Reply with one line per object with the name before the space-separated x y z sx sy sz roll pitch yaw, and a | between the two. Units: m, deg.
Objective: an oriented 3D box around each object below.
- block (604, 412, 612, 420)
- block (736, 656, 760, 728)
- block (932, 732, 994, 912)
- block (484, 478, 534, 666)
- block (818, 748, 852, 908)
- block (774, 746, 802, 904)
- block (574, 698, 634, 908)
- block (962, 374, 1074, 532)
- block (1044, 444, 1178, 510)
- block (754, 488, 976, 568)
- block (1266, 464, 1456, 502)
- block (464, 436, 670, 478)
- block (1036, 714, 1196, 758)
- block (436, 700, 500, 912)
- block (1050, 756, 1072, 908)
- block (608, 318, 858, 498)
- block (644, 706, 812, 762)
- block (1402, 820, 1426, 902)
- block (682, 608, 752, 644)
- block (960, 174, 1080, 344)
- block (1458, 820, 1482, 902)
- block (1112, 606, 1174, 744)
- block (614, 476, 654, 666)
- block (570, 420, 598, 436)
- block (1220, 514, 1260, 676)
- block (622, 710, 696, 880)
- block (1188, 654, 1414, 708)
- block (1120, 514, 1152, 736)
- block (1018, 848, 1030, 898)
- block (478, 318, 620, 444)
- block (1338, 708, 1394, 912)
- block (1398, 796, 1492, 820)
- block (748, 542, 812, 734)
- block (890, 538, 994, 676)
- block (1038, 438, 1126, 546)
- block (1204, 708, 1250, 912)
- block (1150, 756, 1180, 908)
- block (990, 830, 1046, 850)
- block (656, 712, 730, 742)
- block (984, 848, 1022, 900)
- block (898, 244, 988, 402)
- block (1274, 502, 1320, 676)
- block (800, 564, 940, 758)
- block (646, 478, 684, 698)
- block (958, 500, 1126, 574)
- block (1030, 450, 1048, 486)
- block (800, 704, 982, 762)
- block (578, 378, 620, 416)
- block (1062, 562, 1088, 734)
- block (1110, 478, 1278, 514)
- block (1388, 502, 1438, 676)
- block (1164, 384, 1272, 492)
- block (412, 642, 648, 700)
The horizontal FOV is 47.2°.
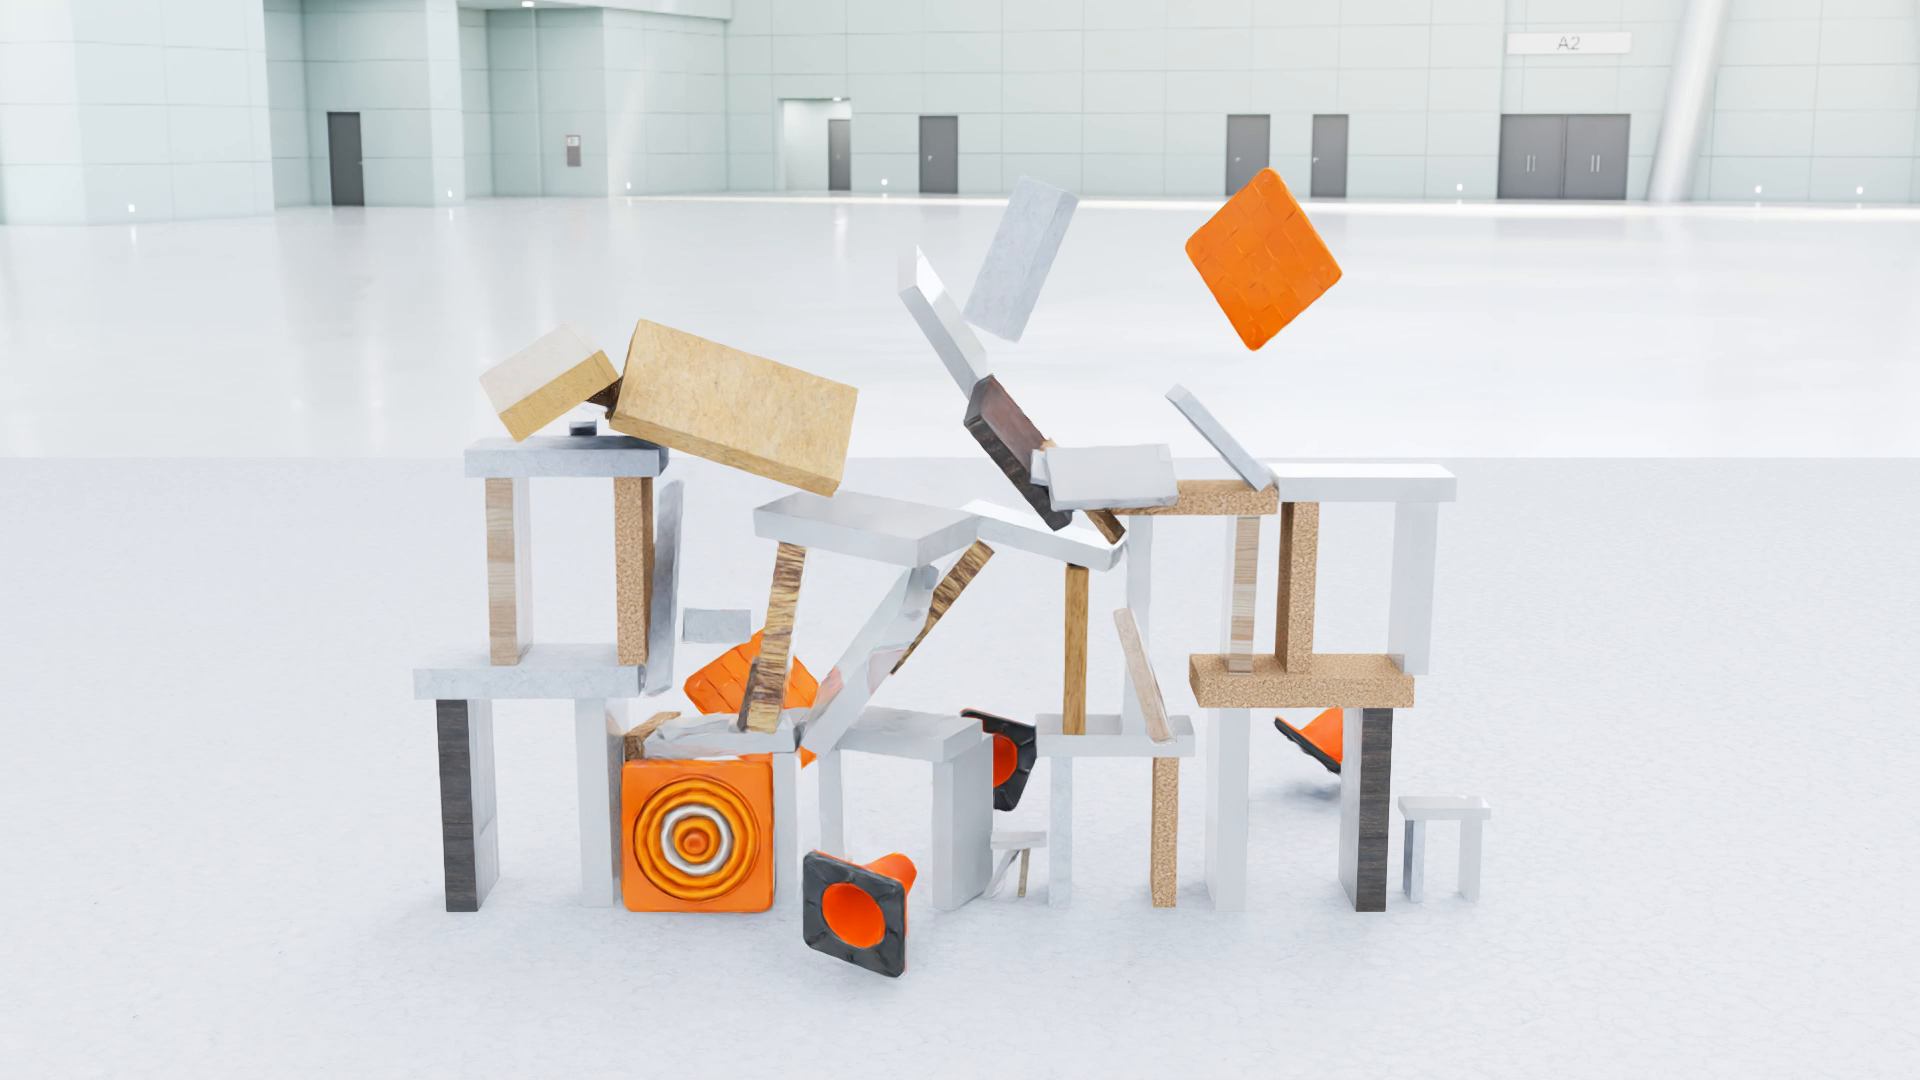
block | -0.522 -0.188 3.534 0.090 0.013 0.045 13 -4 28
block | -0.347 0.251 3.622 0.015 0.109 0.054 14 9 -4
block | 0.005 0.461 3.616 0.038 0.266 0.133 8 16 30
block | -0.731 0.037 3.570 0.043 0.306 0.153 0 11 -1
block | -0.206 0.459 3.643 0.038 0.266 0.133 -1 10 2
block | -0.286 0.461 3.657 0.036 0.257 0.129 0 11 0
block | -0.591 0.410 3.660 0.051 0.357 0.179 0 11 3
block | 0.101 -0.139 3.532 0.035 0.244 0.122 -28 26 28
block | 0.237 -0.100 3.461 0.198 0.099 0.028 -3 -31 -9
block | -0.149 -0.024 3.438 0.317 0.045 0.158 11 21 33
block | 0.645 -0.093 3.547 0.282 0.040 0.141 0 11 0
block | -0.629 -0.135 3.540 0.306 0.043 0.153 0 11 -1
block | 0.253 0.321 3.613 0.256 0.036 0.128 0 11 1
block | -0.812 0.414 3.636 0.051 0.357 0.179 0 11 0
block | 0.167 0.464 3.642 0.036 0.257 0.128 0 11 2
block | -0.340 -0.200 3.337 0.353 0.176 0.050 17 -34 -14
block | -0.381 0.323 3.655 0.257 0.036 0.129 -6 11 13
block | 0.755 0.522 3.655 0.020 0.140 0.070 0 11 0
block | -0.391 0.138 3.533 0.109 0.054 0.015 3 -2 -22
block | 0.092 -0.438 3.425 0.035 0.244 0.122 18 9 -37
block | 0.848 0.522 3.655 0.020 0.139 0.070 0 11 0
block | 0.274 0.202 3.280 0.028 0.198 0.099 -18 -12 7
block | -0.528 0.036 3.575 0.043 0.306 0.153 0 11 -1
block | -0.624 -0.162 3.641 0.045 0.090 0.013 -4 52 -13
block | 0.453 0.077 3.569 0.037 0.261 0.131 2 11 0
block | -0.513 0.435 3.759 0.036 0.257 0.129 2 15 24
block | 0.555 0.229 3.600 0.343 0.049 0.171 0 11 0
block | 0.286 0.126 3.576 0.037 0.360 0.131 1 11 2
block | 0.107 0.543 3.663 0.013 0.092 0.046 6 13 0
block | -0.627 -0.246 3.334 0.176 0.050 0.353 -33 20 -7
block | 0.669 0.422 3.635 0.049 0.343 0.171 0 11 0
block | 0.801 0.443 3.640 0.140 0.020 0.070 0 11 0
block | -0.288 0.134 3.579 0.045 0.327 0.158 11 15 -1
block | -0.042 0.103 3.617 0.037 0.260 0.130 39 3 -4
block | 0.196 -0.078 3.552 0.015 0.196 0.054 -37 5 25
block | 0.441 0.422 3.635 0.049 0.343 0.171 0 11 0
block | 0.339 0.464 3.642 0.036 0.257 0.128 1 11 2
block | 0.097 0.496 3.634 0.092 0.013 0.046 -3 13 3
block | -0.442 0.309 3.636 0.109 0.015 0.054 -12 11 -19
block | 0.071 0.549 3.644 0.013 0.092 0.046 32 24 13
block | -0.027 -0.350 3.565 0.035 0.244 0.122 -23 36 16
block | 0.547 0.065 3.576 0.040 0.282 0.141 1 11 0
block | -0.143 0.186 3.464 0.045 0.317 0.158 31 33 -10
block | -0.484 0.073 3.615 0.045 0.429 0.013 -26 -44 26
block | 0.131 -0.007 3.589 0.260 0.037 0.130 15 11 11
block | 0.166 -0.107 3.488 0.108 0.054 0.015 11 -34 -10
block | -0.112 0.312 3.588 0.266 0.038 0.133 5 12 28
block | -0.450 -0.202 3.541 0.353 0.050 0.176 14 -4 7
block | 0.189 0.169 3.588 0.037 0.271 0.130 1 11 3
block | 0.373 -0.070 3.543 0.261 0.037 0.131 0 11 0
block | 0.736 0.066 3.577 0.040 0.282 0.141 1 11 0
block | 0.411 -0.164 3.501 0.028 0.198 0.099 -44 11 3
block | -0.696 0.213 3.602 0.357 0.051 0.179 0 11 -1
